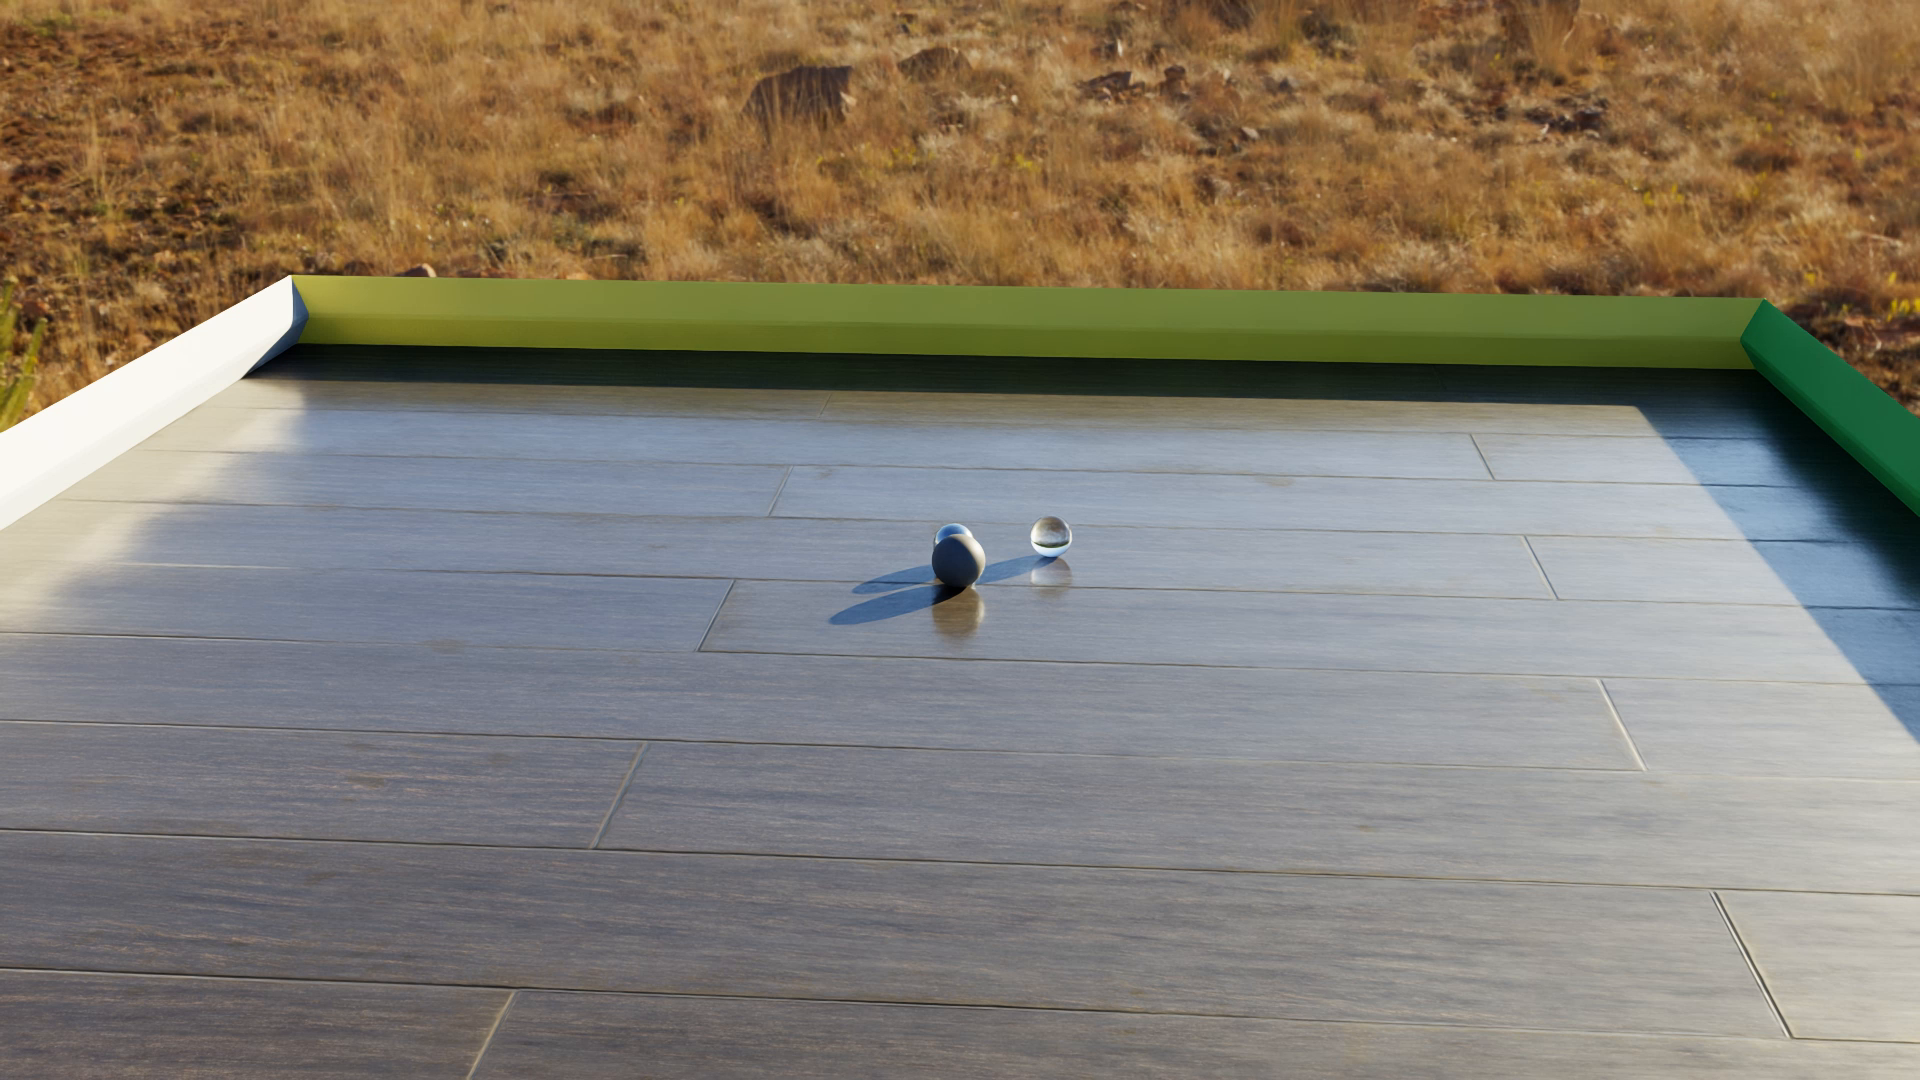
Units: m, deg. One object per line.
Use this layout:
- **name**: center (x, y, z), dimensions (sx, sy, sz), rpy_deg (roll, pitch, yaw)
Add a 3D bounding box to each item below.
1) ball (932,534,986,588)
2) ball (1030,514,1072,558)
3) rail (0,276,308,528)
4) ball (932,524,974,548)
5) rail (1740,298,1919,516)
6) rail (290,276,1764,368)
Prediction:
- **ball**: center (-0.002, 0.025, 2.682), dimensions (0.066, 0.066, 0.066), rpy_deg (0, 18, 0)
- **ball**: center (0.116, -0.005, 2.791), dimensions (0.054, 0.054, 0.054), rpy_deg (0, 18, 0)
- **rail**: center (-1.332, 0.288, 1.799), dimensions (0.045, 0.121, 4.449), rpy_deg (1, 18, 4)
- **ball**: center (-0.007, 0.006, 2.760), dimensions (0.054, 0.054, 0.054), rpy_deg (0, 18, 0)
- **rail**: center (1.161, 0.348, 1.617), dimensions (0.045, 0.121, 4.449), rpy_deg (1, 18, 4)
- **rail**: center (0.083, -0.372, 3.791), dimensions (2.548, 0.121, 0.045), rpy_deg (1, 18, 4)
